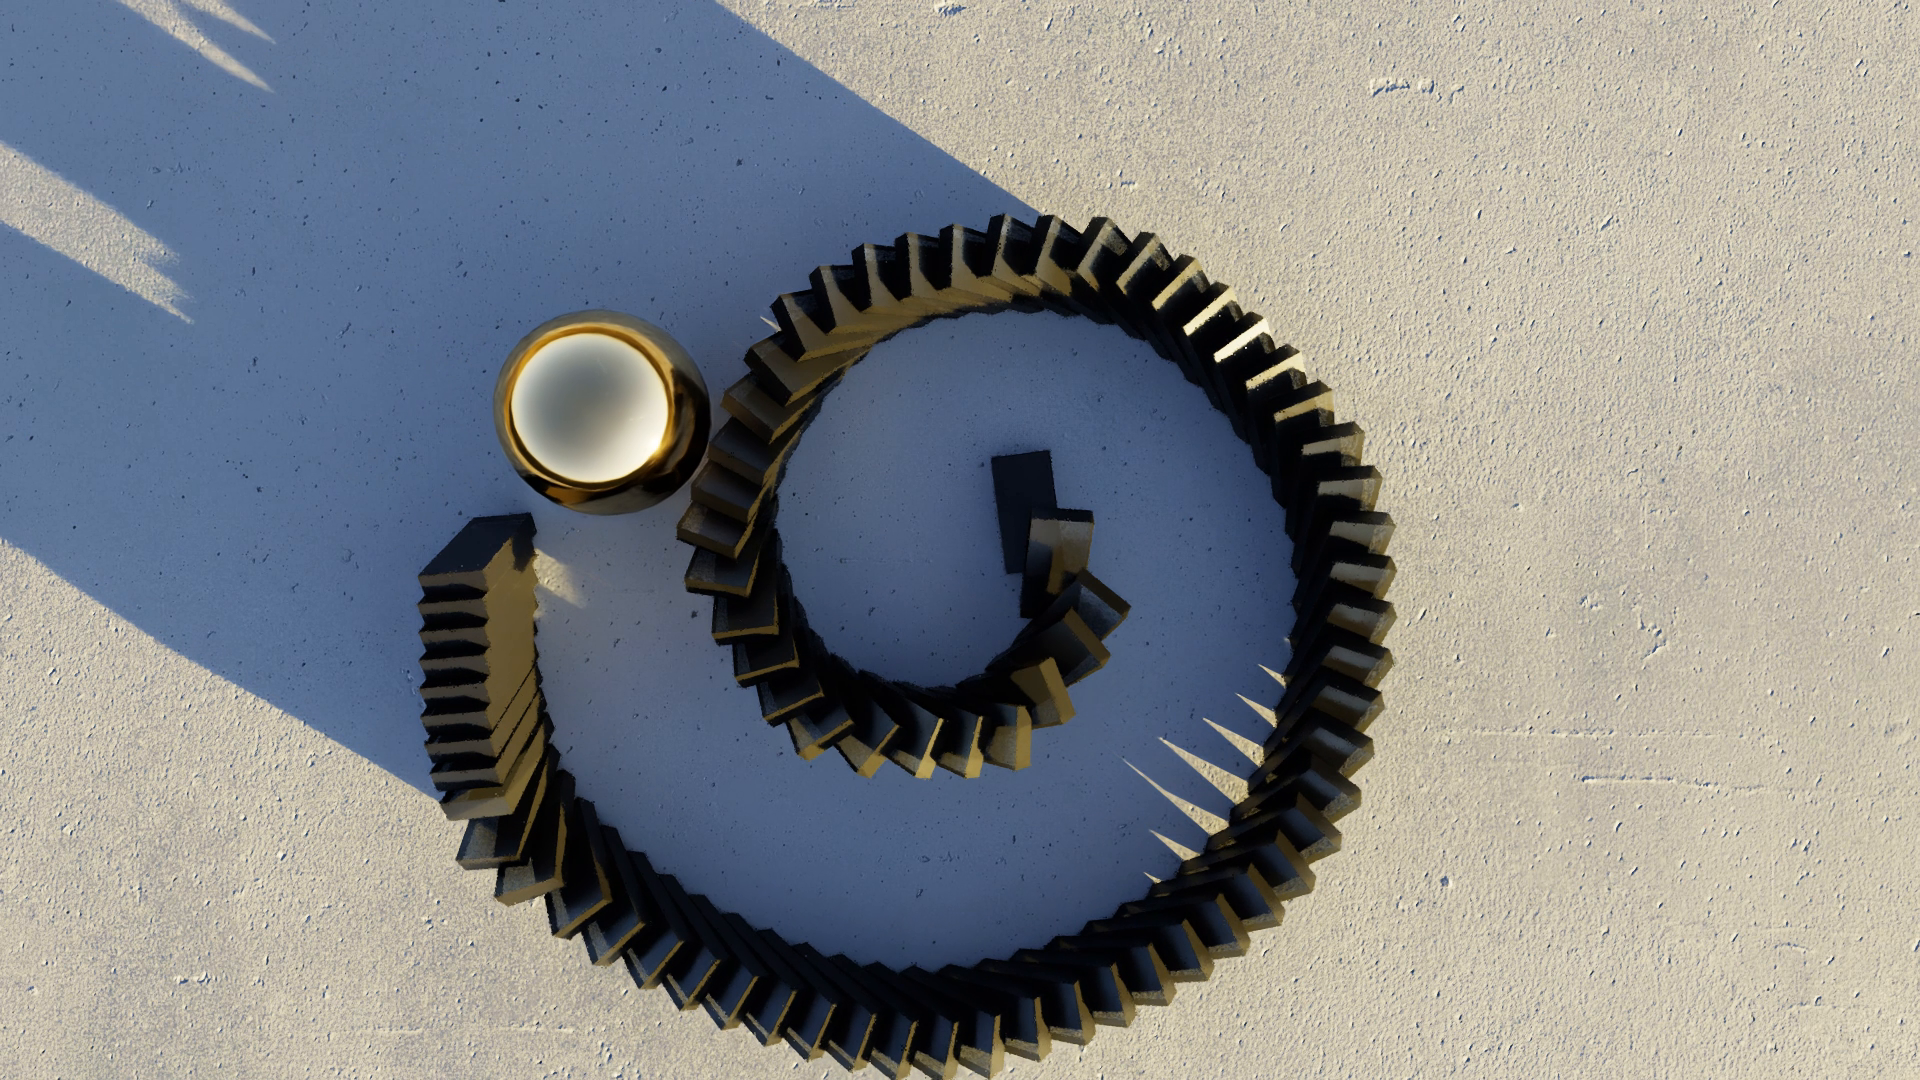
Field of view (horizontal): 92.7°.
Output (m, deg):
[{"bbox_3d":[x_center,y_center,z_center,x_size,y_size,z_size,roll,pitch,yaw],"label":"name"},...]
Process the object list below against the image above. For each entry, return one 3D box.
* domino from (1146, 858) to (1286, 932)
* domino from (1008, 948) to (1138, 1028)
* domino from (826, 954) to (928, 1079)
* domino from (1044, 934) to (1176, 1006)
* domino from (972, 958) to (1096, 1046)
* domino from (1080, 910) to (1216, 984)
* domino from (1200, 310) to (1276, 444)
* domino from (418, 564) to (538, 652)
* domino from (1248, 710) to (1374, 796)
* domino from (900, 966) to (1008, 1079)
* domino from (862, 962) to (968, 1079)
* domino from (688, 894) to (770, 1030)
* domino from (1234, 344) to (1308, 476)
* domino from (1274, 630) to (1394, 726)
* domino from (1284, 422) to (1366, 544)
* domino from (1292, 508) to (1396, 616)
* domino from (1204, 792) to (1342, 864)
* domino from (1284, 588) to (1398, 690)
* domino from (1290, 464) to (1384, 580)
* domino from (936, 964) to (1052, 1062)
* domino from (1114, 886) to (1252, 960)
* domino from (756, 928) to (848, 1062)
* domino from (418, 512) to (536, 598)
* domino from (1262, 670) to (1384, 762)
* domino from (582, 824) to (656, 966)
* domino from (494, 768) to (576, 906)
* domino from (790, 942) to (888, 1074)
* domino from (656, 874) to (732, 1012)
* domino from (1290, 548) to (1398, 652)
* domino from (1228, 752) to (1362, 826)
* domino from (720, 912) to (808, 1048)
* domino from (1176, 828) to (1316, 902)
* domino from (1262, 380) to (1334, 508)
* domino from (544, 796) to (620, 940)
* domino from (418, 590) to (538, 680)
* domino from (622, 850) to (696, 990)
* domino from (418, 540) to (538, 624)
[{"bbox_3d":[0.106,0.151,0.381,0.050,0.009,0.025,-32,91,36],"label":"domino"},{"bbox_3d":[0.046,0.186,0.382,0.050,0.009,0.025,-15,90,36],"label":"domino"},{"bbox_3d":[-0.039,0.198,0.381,0.050,0.009,0.025,18,91,36],"label":"domino"},{"bbox_3d":[0.062,0.179,0.382,0.050,0.010,0.025,-20,90,36],"label":"domino"},{"bbox_3d":[0.030,0.192,0.381,0.050,0.010,0.025,-11,90,36],"label":"domino"},{"bbox_3d":[0.077,0.171,0.381,0.050,0.009,0.025,-24,90,36],"label":"domino"},{"bbox_3d":[0.121,-0.067,0.381,0.025,0.010,0.050,-36,127,0],"label":"domino"},{"bbox_3d":[-0.196,0.027,0.376,0.025,0.050,0.009,-5,118,0],"label":"domino"},{"bbox_3d":[0.145,0.095,0.381,0.025,0.009,0.050,28,127,0],"label":"domino"},{"bbox_3d":[-0.004,0.200,0.381,0.050,0.010,0.025,5,90,37],"label":"domino"},{"bbox_3d":[-0.022,0.200,0.381,0.050,0.010,0.025,12,91,37],"label":"domino"},{"bbox_3d":[-0.103,0.175,0.382,0.050,0.010,0.025,31,90,36],"label":"domino"},{"bbox_3d":[0.132,-0.053,0.381,0.025,0.010,0.050,-28,127,0],"label":"domino"},{"bbox_3d":[0.155,0.062,0.381,0.025,0.010,0.050,18,126,0],"label":"domino"},{"bbox_3d":[0.151,-0.023,0.381,0.025,0.010,0.050,-11,127,0],"label":"domino"},{"bbox_3d":[0.159,0.011,0.381,0.025,0.009,0.050,5,127,-1],"label":"domino"},{"bbox_3d":[0.129,0.126,0.381,0.025,0.010,0.050,44,127,0],"label":"domino"},{"bbox_3d":[0.157,0.045,0.381,0.025,0.009,0.050,13,127,0],"label":"domino"},{"bbox_3d":[0.156,-0.007,0.381,0.025,0.009,0.050,-4,127,-1],"label":"domino"},{"bbox_3d":[0.013,0.196,0.381,0.050,0.010,0.025,-5,90,37],"label":"domino"},{"bbox_3d":[0.092,0.162,0.381,0.050,0.010,0.025,-28,90,36],"label":"domino"},{"bbox_3d":[-0.072,0.188,0.381,0.050,0.009,0.025,24,90,36],"label":"domino"},{"bbox_3d":[-0.196,0.005,0.376,0.025,0.050,0.010,-5,118,0],"label":"domino"},{"bbox_3d":[0.150,0.078,0.381,0.025,0.009,0.050,22,126,0],"label":"domino"},{"bbox_3d":[-0.148,0.147,0.381,0.025,0.010,0.050,-42,53,0],"label":"domino"},{"bbox_3d":[-0.175,0.122,0.379,0.025,0.010,0.050,-19,46,1],"label":"domino"},{"bbox_3d":[-0.055,0.193,0.381,0.050,0.010,0.025,21,90,36],"label":"domino"},{"bbox_3d":[-0.118,0.167,0.382,0.050,0.010,0.025,35,90,36],"label":"domino"},{"bbox_3d":[0.158,0.027,0.381,0.025,0.010,0.050,8,127,0],"label":"domino"},{"bbox_3d":[0.138,0.111,0.381,0.025,0.010,0.050,37,127,0],"label":"domino"},{"bbox_3d":[-0.087,0.182,0.382,0.050,0.009,0.025,27,90,36],"label":"domino"},{"bbox_3d":[0.118,0.140,0.381,0.050,0.010,0.025,-37,91,37],"label":"domino"},{"bbox_3d":[0.142,-0.039,0.381,0.025,0.009,0.050,-22,128,0],"label":"domino"},{"bbox_3d":[-0.160,0.135,0.381,0.025,0.010,0.050,-36,52,0],"label":"domino"},{"bbox_3d":[-0.196,0.038,0.376,0.025,0.050,0.009,-5,118,0],"label":"domino"},{"bbox_3d":[-0.133,0.157,0.382,0.025,0.009,0.050,-50,54,0],"label":"domino"},{"bbox_3d":[-0.196,0.016,0.376,0.025,0.050,0.010,-5,118,0],"label":"domino"}]
